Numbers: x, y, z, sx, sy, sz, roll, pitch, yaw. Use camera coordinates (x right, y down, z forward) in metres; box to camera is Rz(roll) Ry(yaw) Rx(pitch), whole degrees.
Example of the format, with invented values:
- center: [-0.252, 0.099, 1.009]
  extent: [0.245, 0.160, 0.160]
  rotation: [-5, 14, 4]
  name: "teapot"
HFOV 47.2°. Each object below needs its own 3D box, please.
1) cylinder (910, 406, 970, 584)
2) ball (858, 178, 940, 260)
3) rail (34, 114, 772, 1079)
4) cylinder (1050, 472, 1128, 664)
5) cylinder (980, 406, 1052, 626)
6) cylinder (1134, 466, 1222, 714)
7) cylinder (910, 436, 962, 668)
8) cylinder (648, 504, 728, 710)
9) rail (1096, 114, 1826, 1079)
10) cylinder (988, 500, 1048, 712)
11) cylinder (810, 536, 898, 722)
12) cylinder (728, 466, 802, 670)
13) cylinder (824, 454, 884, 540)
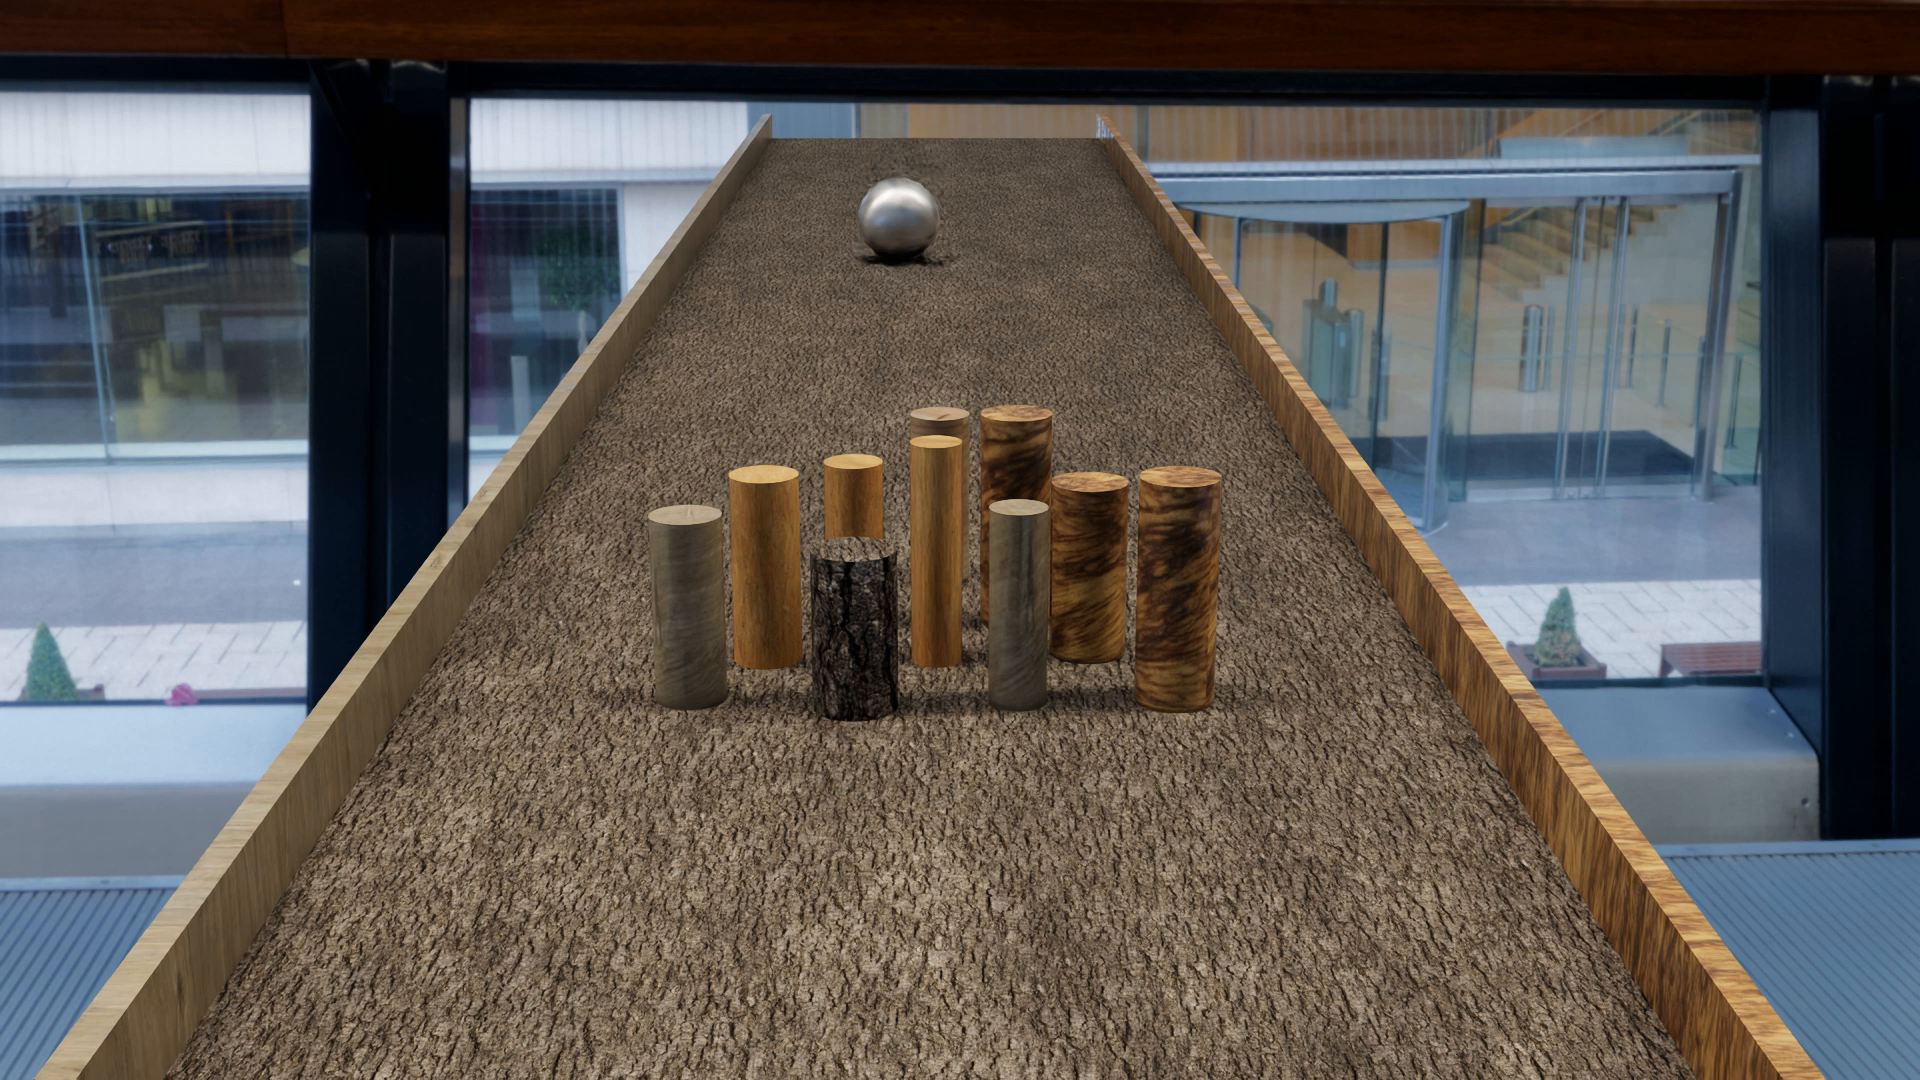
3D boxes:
- center: [-0.044, -0.097, 4.888]
  extent: [0.130, 0.378, 0.130]
  rotation: [0, 17, 0]
  name: "cylinder"
- center: [-0.253, -1.328, 9.097]
  extent: [0.339, 0.339, 0.339]
  rotation: [0, 17, 0]
  name: "ball"
- center: [-1.118, -0.838, 7.780]
  extent: [0.050, 0.150, 12.000]
  rotation: [0, 17, -1]
  name: "rail"
- center: [0.258, 0.055, 4.415]
  extent: [0.154, 0.357, 0.154]
  rotation: [0, 17, 0]
  name: "cylinder"
- center: [0.117, -0.047, 4.598]
  extent: [0.148, 0.448, 0.148]
  rotation: [0, 17, 0]
  name: "cylinder"
- center: [0.409, 0.093, 4.141]
  extent: [0.153, 0.440, 0.153]
  rotation: [0, 17, 0]
  name: "cylinder"
- center: [-0.047, 0.024, 4.357]
  extent: [0.102, 0.450, 0.102]
  rotation: [0, 17, 0]
  name: "cylinder"
- center: [-0.514, 0.127, 4.160]
  extent: [0.137, 0.364, 0.137]
  rotation: [0, 17, 0]
  name: "cylinder"
- center: [0.932, -0.844, 7.801]
  extent: [0.050, 0.150, 12.000]
  rotation: [0, 17, -1]
  name: "rail"
- center: [0.109, 0.123, 4.138]
  extent: [0.111, 0.384, 0.111]
  rotation: [0, 17, 0]
  name: "cylinder"
- center: [-0.197, 0.166, 4.123]
  extent: [0.162, 0.311, 0.162]
  rotation: [0, 17, 0]
  name: "cylinder"
- center: [-0.386, 0.054, 4.374]
  extent: [0.137, 0.383, 0.137]
  rotation: [0, 17, 0]
  name: "cylinder"
- center: [-0.222, 0.002, 4.616]
  extent: [0.123, 0.344, 0.123]
  rotation: [0, 17, 0]
  name: "cylinder"
